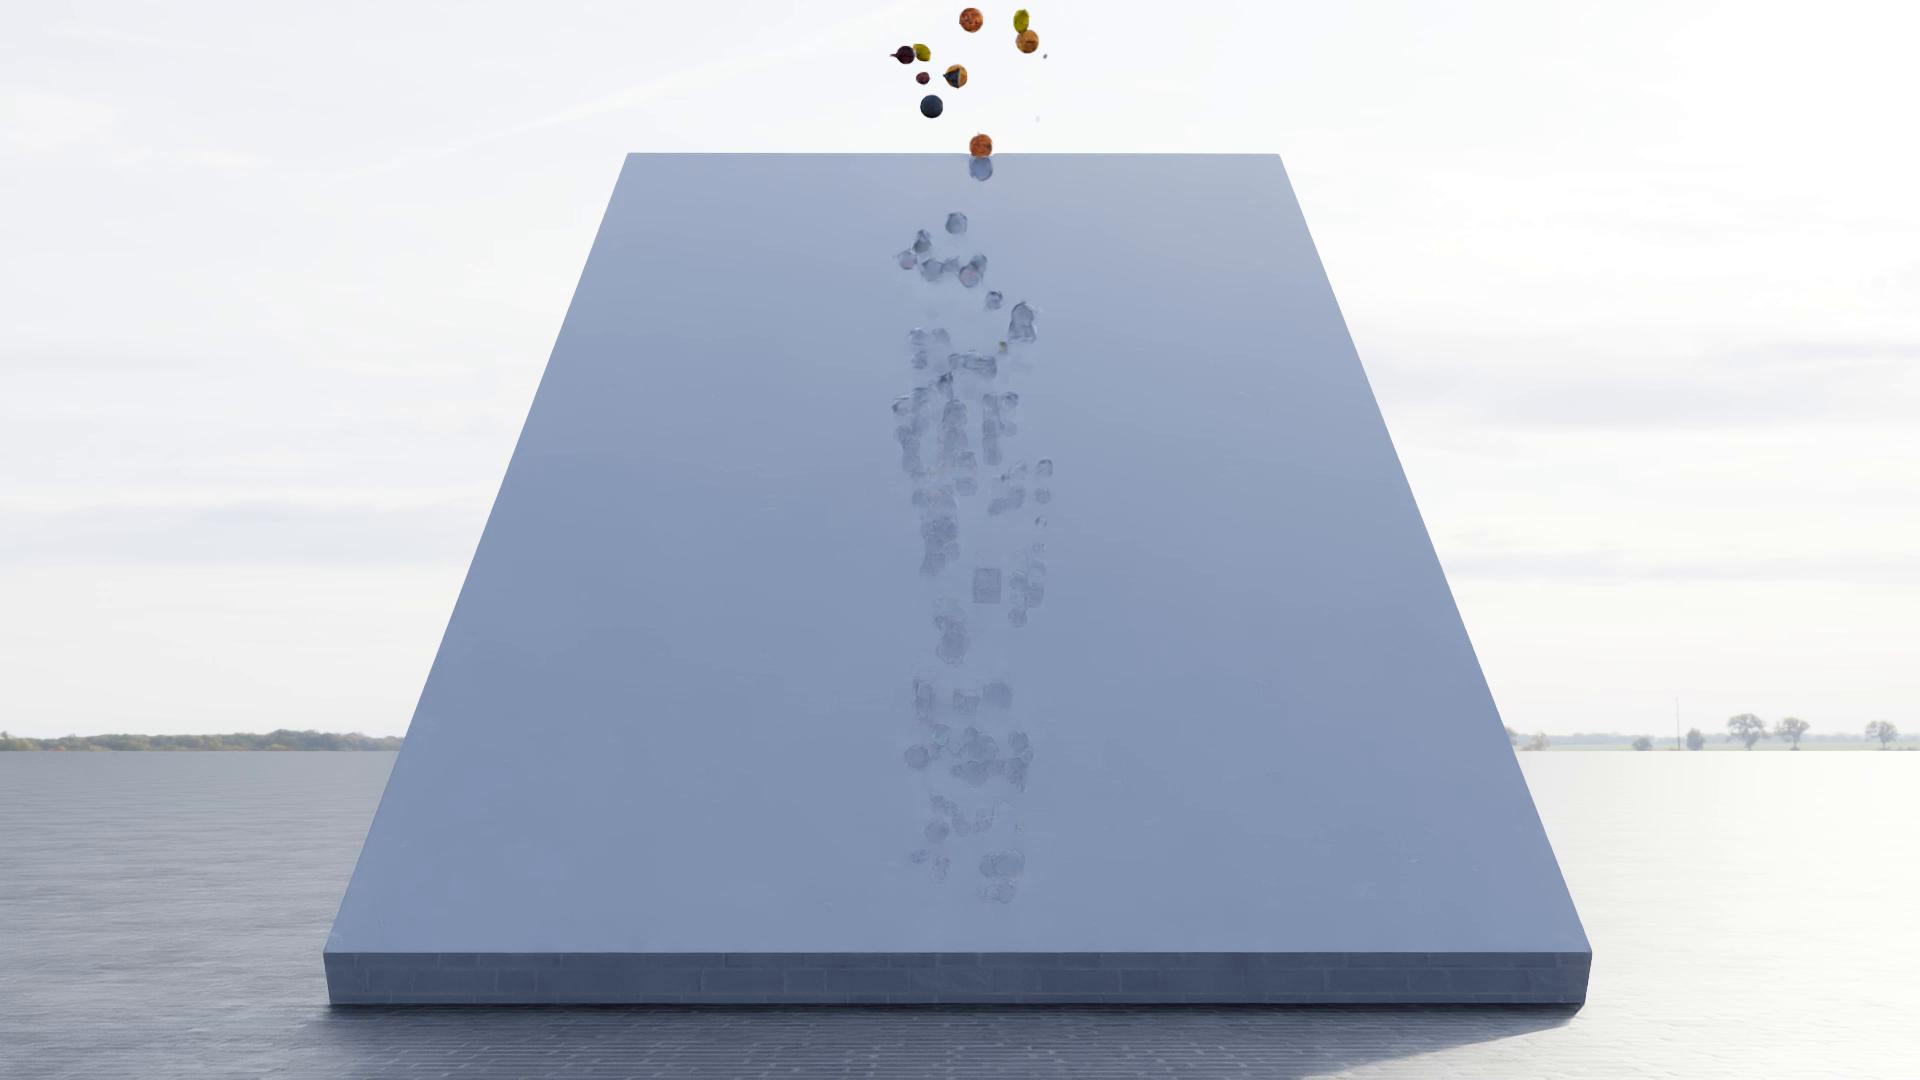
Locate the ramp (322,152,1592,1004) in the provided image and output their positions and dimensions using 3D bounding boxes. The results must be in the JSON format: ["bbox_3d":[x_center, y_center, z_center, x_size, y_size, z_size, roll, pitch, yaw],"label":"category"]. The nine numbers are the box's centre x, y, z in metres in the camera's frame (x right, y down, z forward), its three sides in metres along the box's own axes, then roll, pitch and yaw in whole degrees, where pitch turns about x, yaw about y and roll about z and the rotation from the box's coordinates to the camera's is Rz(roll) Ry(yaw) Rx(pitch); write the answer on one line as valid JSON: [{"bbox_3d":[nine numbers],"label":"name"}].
[{"bbox_3d":[-0.011,-0.225,5.540,2.000,0.100,4.000,0,27,0],"label":"ramp"}]

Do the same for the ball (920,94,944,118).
[{"bbox_3d":[-0.082,-1.253,6.872,0.070,0.070,0.070,0,-5,0],"label":"ball"}]

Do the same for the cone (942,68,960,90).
[{"bbox_3d":[-0.016,-1.353,7.002,0.059,0.059,0.059,-20,12,4],"label":"cone"}]
